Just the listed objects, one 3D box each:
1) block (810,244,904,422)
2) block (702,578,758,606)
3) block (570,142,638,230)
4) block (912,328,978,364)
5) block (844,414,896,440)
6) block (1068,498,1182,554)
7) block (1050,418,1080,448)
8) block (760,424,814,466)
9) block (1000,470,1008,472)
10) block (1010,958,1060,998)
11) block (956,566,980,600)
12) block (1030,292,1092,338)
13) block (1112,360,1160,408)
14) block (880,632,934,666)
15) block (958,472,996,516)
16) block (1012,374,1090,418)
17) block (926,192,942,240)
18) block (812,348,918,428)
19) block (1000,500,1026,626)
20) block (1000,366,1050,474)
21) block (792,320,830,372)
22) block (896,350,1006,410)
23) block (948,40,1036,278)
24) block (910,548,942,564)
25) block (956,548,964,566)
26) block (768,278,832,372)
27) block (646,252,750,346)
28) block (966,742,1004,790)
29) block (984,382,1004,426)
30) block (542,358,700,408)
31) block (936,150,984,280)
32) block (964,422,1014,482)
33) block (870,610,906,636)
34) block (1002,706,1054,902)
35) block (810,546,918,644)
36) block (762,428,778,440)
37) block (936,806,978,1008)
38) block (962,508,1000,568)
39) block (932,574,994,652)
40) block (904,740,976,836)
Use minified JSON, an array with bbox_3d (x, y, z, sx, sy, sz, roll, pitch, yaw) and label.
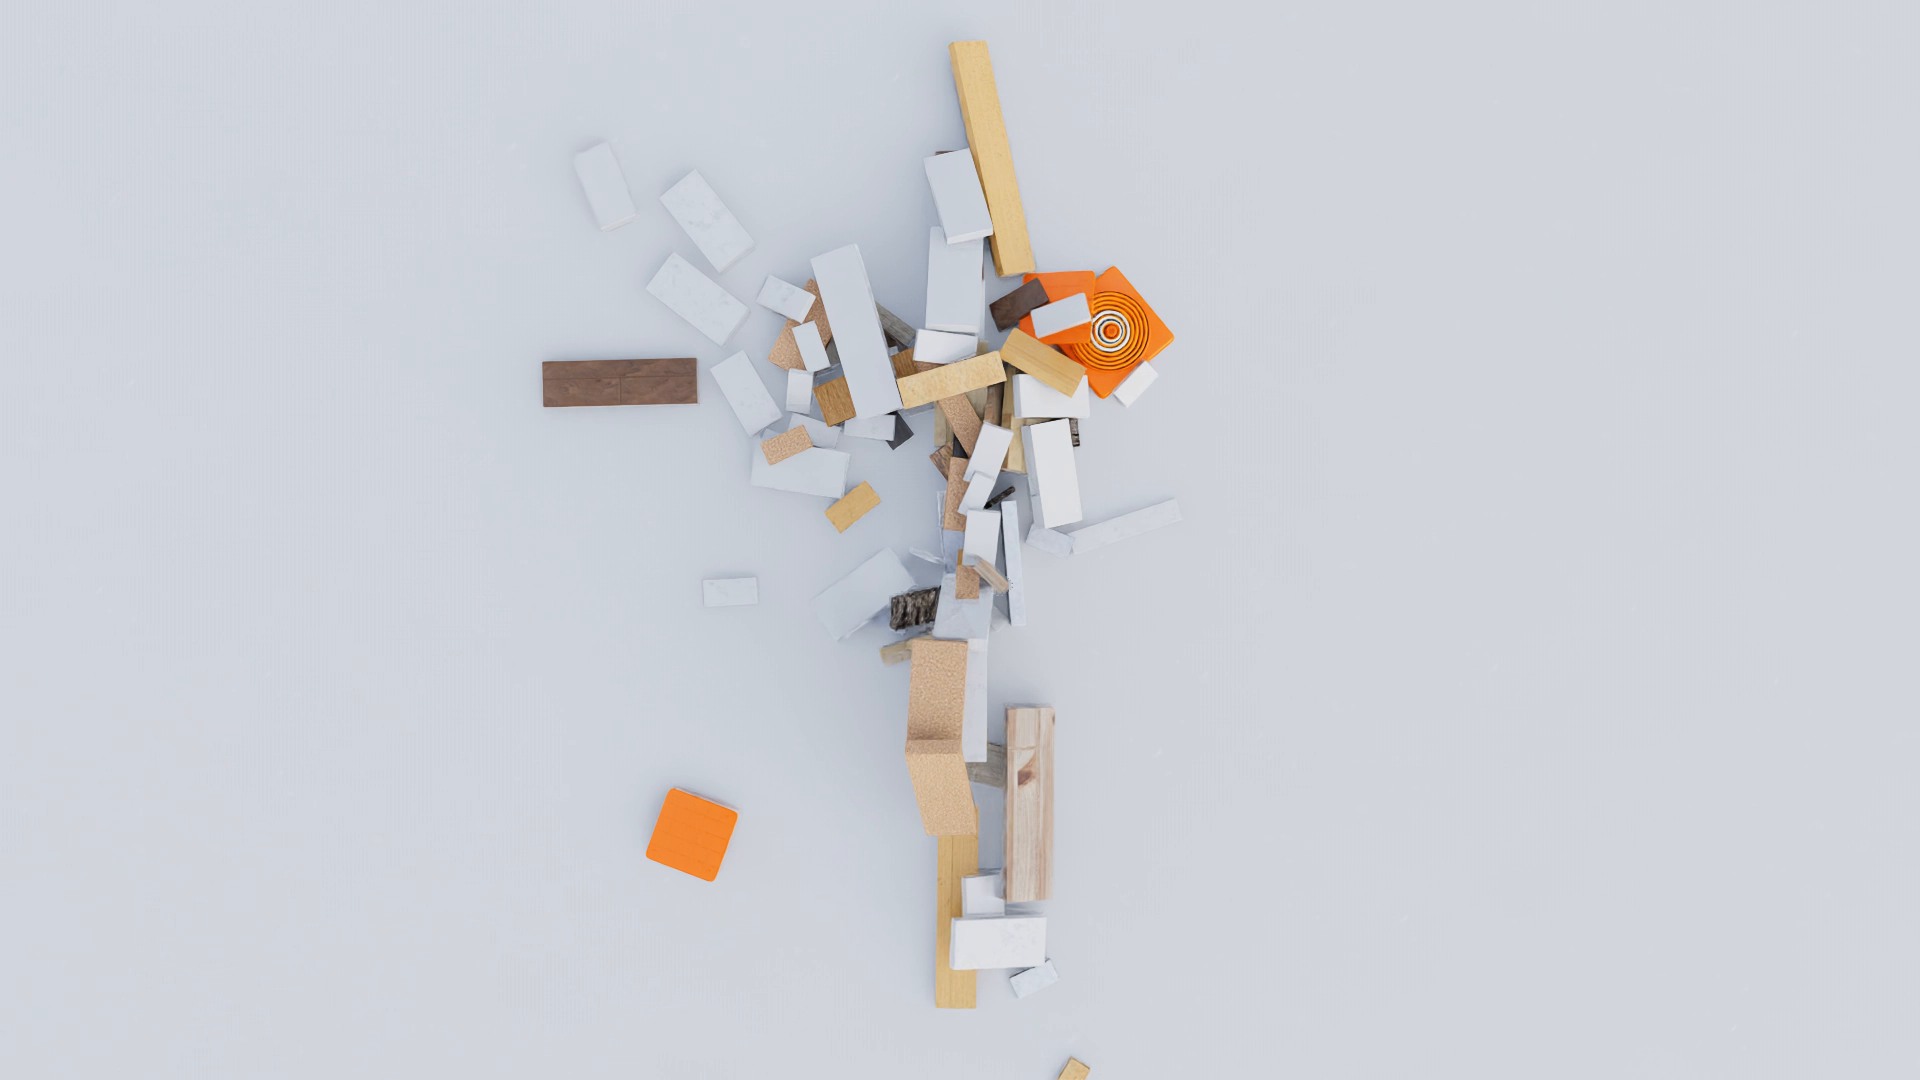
[{"bbox_3d":[-0.332,-0.676,5.377,0.156,0.044,0.556,-17,87,12],"label":"block"},{"bbox_3d":[-0.763,0.173,5.488,0.175,0.025,0.088,-3,90,0],"label":"block"},{"bbox_3d":[-1.181,-1.176,5.482,0.129,0.036,0.257,-23,90,0],"label":"block"},{"bbox_3d":[-0.047,-0.619,5.327,0.199,0.028,0.099,5,98,-16],"label":"block"},{"bbox_3d":[-0.298,-0.381,5.465,0.167,0.024,0.083,8,100,10],"label":"block"},{"bbox_3d":[0.549,-0.044,5.489,0.378,0.021,0.075,-18,90,0],"label":"block"},{"bbox_3d":[0.344,-0.400,5.487,0.093,0.026,0.186,-5,90,0],"label":"block"},{"bbox_3d":[-0.570,-0.312,5.422,0.157,0.022,0.078,-24,90,0],"label":"block"},{"bbox_3d":[0.135,-0.271,5.488,0.317,0.025,0.088,-6,90,0],"label":"block"},{"bbox_3d":[0.248,1.460,5.489,0.149,0.021,0.075,-25,90,0],"label":"block"},{"bbox_3d":[0.024,0.136,5.290,0.075,0.149,0.021,1,125,1],"label":"block"},{"bbox_3d":[0.329,-0.733,5.391,0.186,0.026,0.093,-17,73,17],"label":"block"},{"bbox_3d":[0.582,-0.520,5.471,0.149,0.021,0.075,-46,116,2],"label":"block"},{"bbox_3d":[-0.154,0.360,5.445,0.212,0.106,0.030,-17,69,0],"label":"block"},{"bbox_3d":[0.053,-0.142,5.330,0.072,0.020,0.143,23,104,-6],"label":"block"},{"bbox_3d":[0.300,-0.469,5.397,0.275,0.039,0.137,-3,89,-33],"label":"block"},{"bbox_3d":[-0.025,-0.993,5.435,0.153,0.043,0.307,-3,90,0],"label":"block"},{"bbox_3d":[-0.287,-0.503,5.418,0.372,0.039,0.137,-21,91,12],"label":"block"},{"bbox_3d":[0.174,0.076,5.415,0.048,0.170,0.405,-5,90,0],"label":"block"},{"bbox_3d":[0.217,-0.389,5.407,0.170,0.048,0.339,9,84,-39],"label":"block"},{"bbox_3d":[-0.488,-0.633,5.416,0.078,0.022,0.157,-20,90,0],"label":"block"},{"bbox_3d":[-0.027,-0.517,5.317,0.342,0.028,0.099,-16,99,3],"label":"block"},{"bbox_3d":[0.106,-1.261,5.452,0.129,0.036,0.780,-12,90,-31],"label":"block"},{"bbox_3d":[-0.112,0.053,5.433,0.060,0.120,0.017,25,85,-31],"label":"block"},{"bbox_3d":[0.019,0.173,5.432,0.072,0.020,0.284,4,101,0],"label":"block"},{"bbox_3d":[-0.498,-0.693,5.448,0.152,0.043,0.303,28,90,0],"label":"block"},{"bbox_3d":[-0.871,-0.799,5.478,0.311,0.044,0.156,37,90,0],"label":"block"},{"bbox_3d":[0.096,0.745,5.481,0.268,0.038,0.134,14,90,0],"label":"block"},{"bbox_3d":[0.125,-0.398,5.410,0.100,0.028,0.259,28,61,-41],"label":"block"},{"bbox_3d":[-1.126,-0.521,5.479,0.510,0.043,0.152,-1,90,0],"label":"block"},{"bbox_3d":[-0.001,-1.073,5.478,0.153,0.043,0.428,-1,90,0],"label":"block"},{"bbox_3d":[0.091,-0.272,5.315,0.100,0.028,0.201,17,110,-8],"label":"block"},{"bbox_3d":[-0.231,0.270,5.480,0.120,0.017,0.060,17,90,11],"label":"block"},{"bbox_3d":[0.226,0.870,5.442,0.160,0.045,0.638,0,93,-16],"label":"block"},{"bbox_3d":[-0.320,0.181,5.456,0.320,0.045,0.160,-36,74,0],"label":"block"},{"bbox_3d":[-0.584,-0.301,5.488,0.167,0.024,0.083,23,90,0],"label":"block"},{"bbox_3d":[-0.009,1.218,5.481,0.134,0.038,0.667,1,90,0],"label":"block"},{"bbox_3d":[0.054,0.137,5.382,0.106,0.030,0.483,6,106,0],"label":"block"},{"bbox_3d":[0.014,0.226,5.218,0.167,0.335,0.047,4,124,4],"label":"block"},{"bbox_3d":[-0.056,0.788,5.208,0.167,0.577,0.047,-2,55,5],"label":"block"}]
